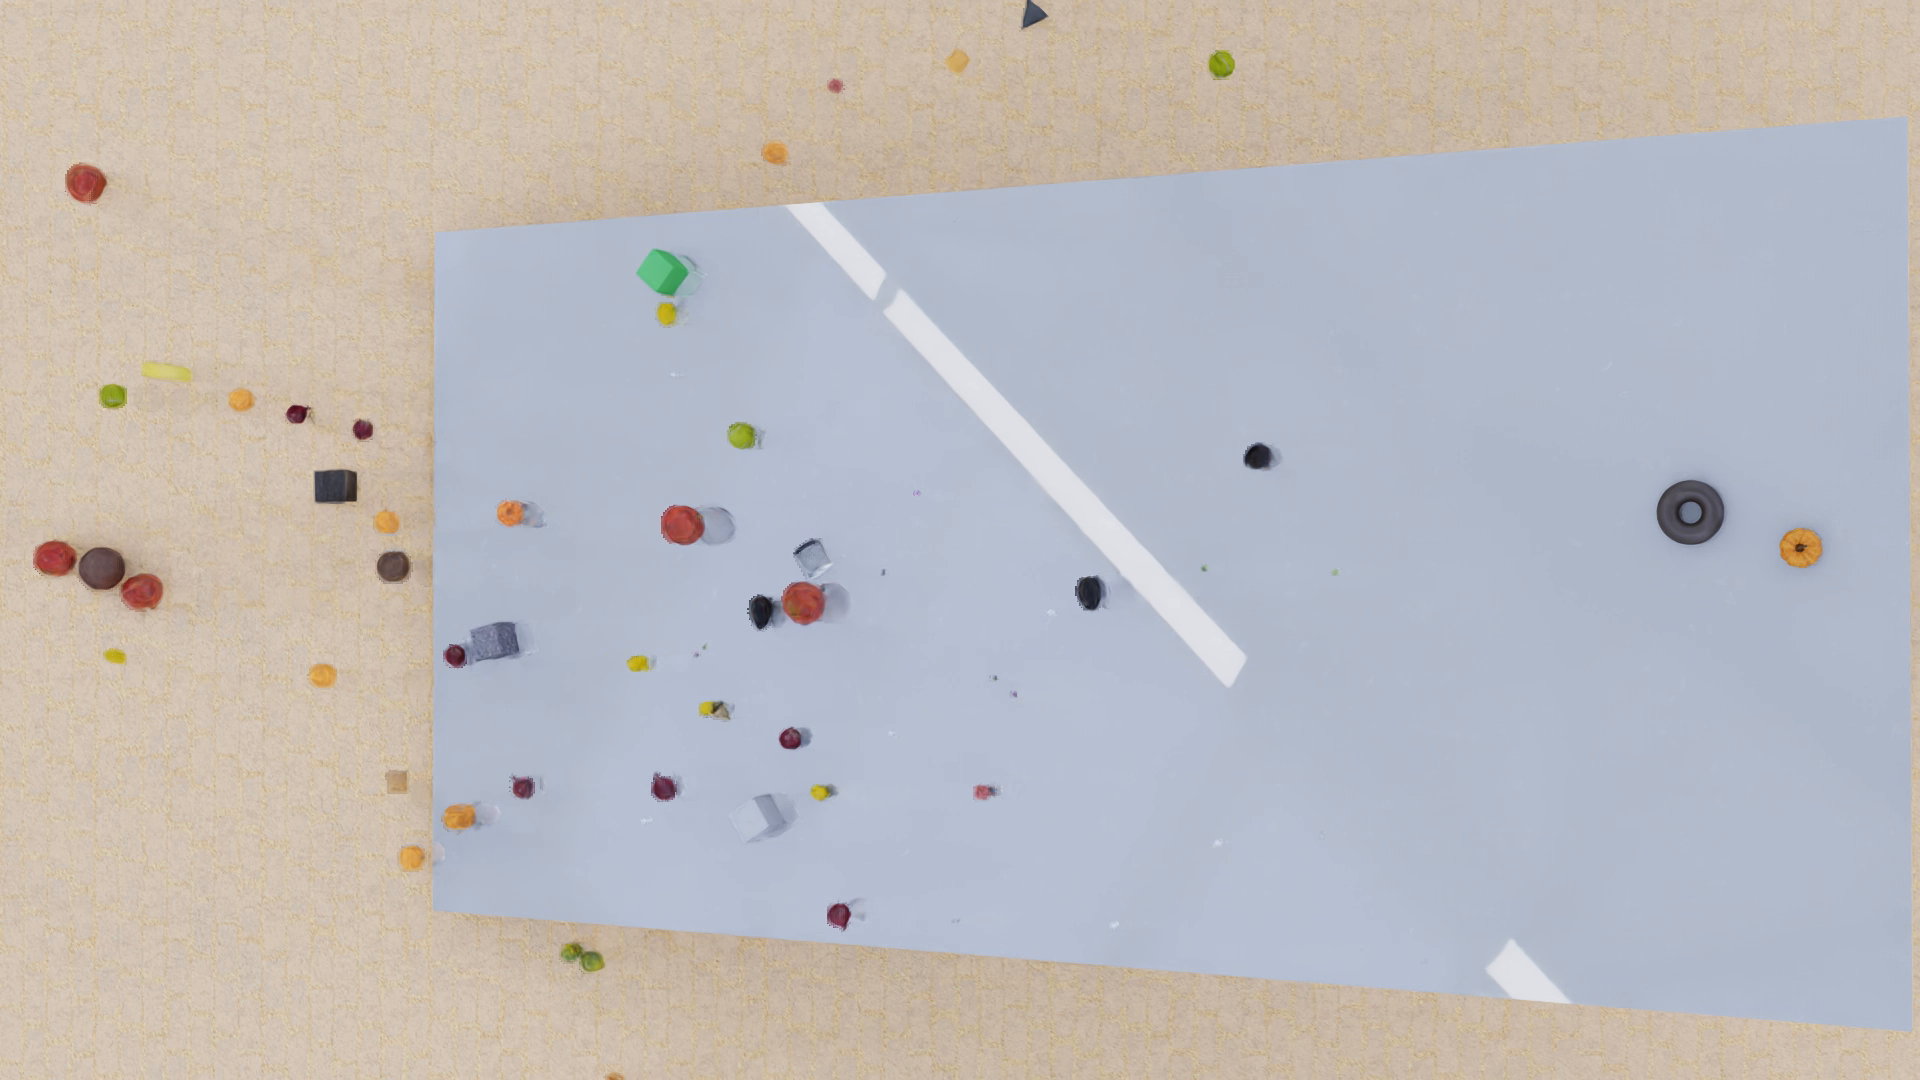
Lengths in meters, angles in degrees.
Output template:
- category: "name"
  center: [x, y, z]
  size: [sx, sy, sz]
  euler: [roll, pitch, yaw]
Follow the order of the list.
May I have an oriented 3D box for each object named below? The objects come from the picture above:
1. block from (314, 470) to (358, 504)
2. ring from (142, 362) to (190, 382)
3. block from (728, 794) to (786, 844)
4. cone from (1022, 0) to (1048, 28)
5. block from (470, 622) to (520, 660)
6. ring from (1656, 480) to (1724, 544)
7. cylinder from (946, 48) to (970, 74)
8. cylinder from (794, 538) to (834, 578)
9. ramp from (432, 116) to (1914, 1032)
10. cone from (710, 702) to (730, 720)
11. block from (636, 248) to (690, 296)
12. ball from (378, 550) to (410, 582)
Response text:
- category: "block"
  center: [-1.854, -0.159, 6.532]
  size: [0.093, 0.093, 0.093]
  euler: [-2, 89, 5]
- category: "ring"
  center: [-2.348, -0.497, 6.510]
  size: [0.138, 0.138, 0.046]
  euler: [9, 92, 0]
- category: "block"
  center: [-0.550, 0.756, 5.965]
  size: [0.092, 0.092, 0.092]
  euler: [-36, 75, 20]
- category: "cone"
  center: [0.210, -1.557, 6.565]
  size: [0.083, 0.083, 0.083]
  euler: [40, 102, 0]
- category: "block"
  center: [-1.341, 0.292, 6.338]
  size: [0.090, 0.090, 0.090]
  euler: [-16, 83, 24]
- category: "ring"
  center: [1.652, -0.062, 4.975]
  size: [0.148, 0.049, 0.148]
  euler: [0, 91, 26]
- category: "cylinder"
  center: [-0.004, -1.400, 6.431]
  size: [0.052, 0.052, 0.052]
  euler: [43, 109, 0]
- category: "cylinder"
  center: [-0.392, 0.049, 5.903]
  size: [0.077, 0.077, 0.077]
  euler: [-31, 77, 0]
- category: "ramp"
  center: [0.282, 0.082, 5.692]
  size: [4.000, 0.100, 2.000]
  euler: [0, 89, 25]
- category: "cone"
  center: [-0.649, 0.480, 6.052]
  size: [0.052, 0.052, 0.052]
  euler: [41, 89, -8]
- category: "block"
  center: [-0.826, -0.744, 6.113]
  size: [0.087, 0.087, 0.087]
  euler: [42, 106, 19]
- category: "ball"
  center: [-1.673, 0.078, 6.496]
  size: [0.095, 0.095, 0.095]
  euler: [0, 89, 0]
